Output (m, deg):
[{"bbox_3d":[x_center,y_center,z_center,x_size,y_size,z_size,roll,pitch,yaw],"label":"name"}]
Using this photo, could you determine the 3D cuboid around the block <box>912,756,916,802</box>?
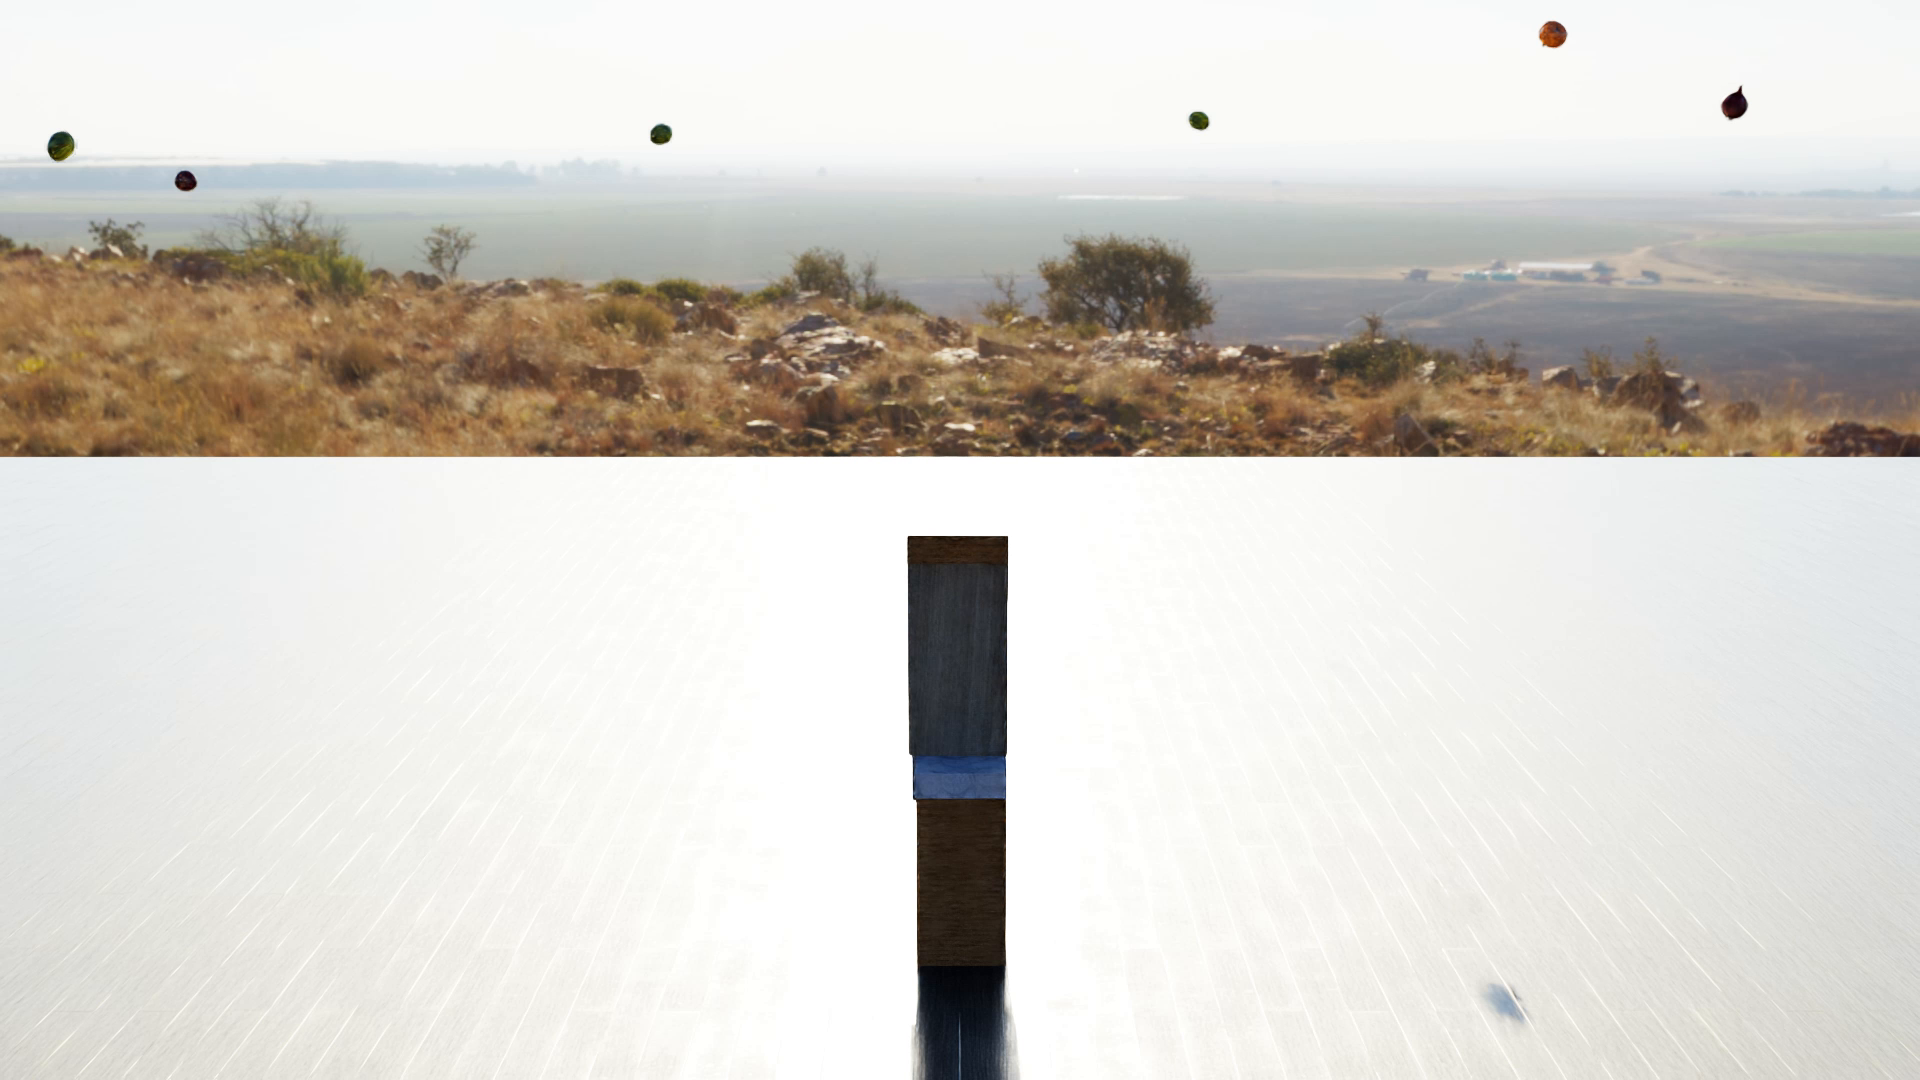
[{"bbox_3d":[-0.003,0.205,3.565,0.153,0.441,0.043,0,11,0],"label":"block"}]

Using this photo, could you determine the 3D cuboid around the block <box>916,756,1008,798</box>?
[{"bbox_3d":[0.002,0.341,3.406,0.137,0.039,0.274,0,11,0],"label":"block"}]

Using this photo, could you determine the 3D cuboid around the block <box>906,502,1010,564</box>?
[{"bbox_3d":[-0.003,-0.014,3.421,0.153,0.043,0.305,0,11,0],"label":"block"}]

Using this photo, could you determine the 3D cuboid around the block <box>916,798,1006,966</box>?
[{"bbox_3d":[0.002,0.511,3.345,0.137,0.274,0.039,0,11,0],"label":"block"}]

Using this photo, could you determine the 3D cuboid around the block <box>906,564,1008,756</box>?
[{"bbox_3d":[-0.003,0.176,3.352,0.153,0.305,0.043,0,11,0],"label":"block"}]
